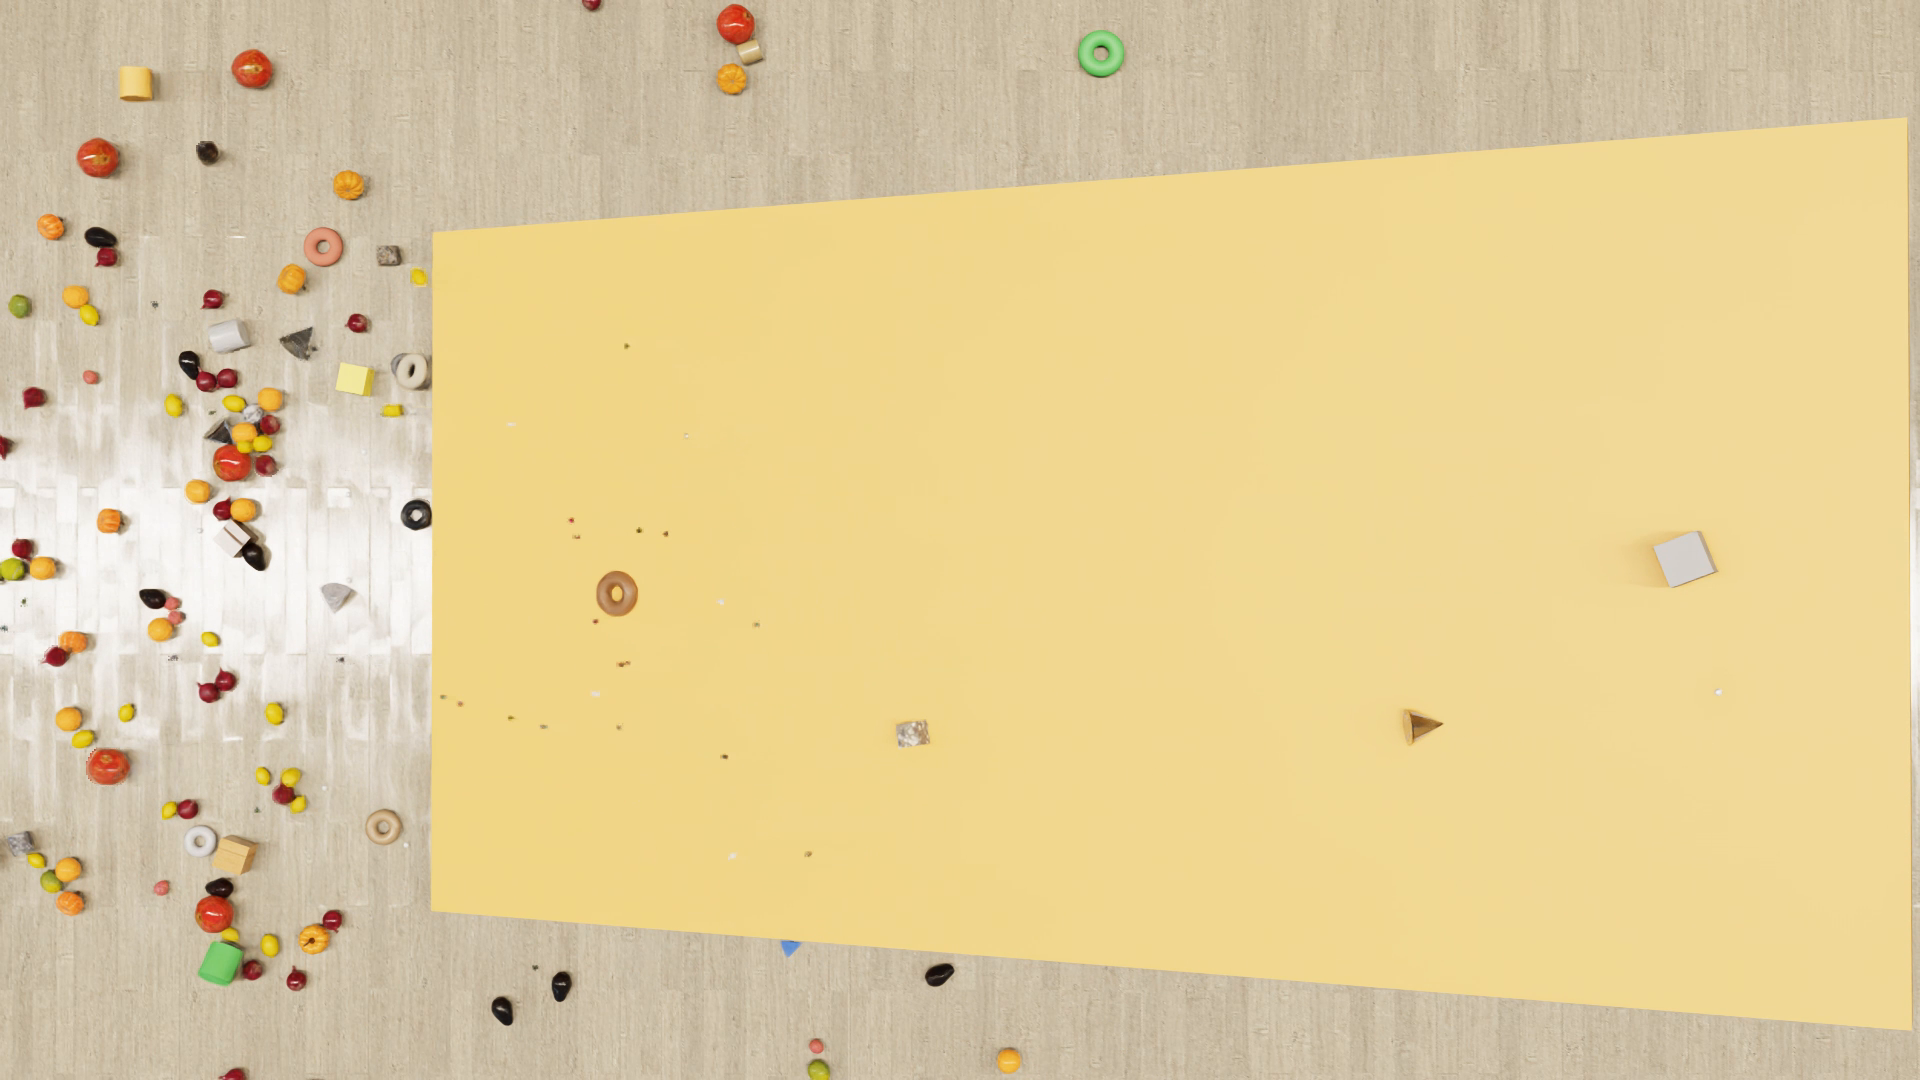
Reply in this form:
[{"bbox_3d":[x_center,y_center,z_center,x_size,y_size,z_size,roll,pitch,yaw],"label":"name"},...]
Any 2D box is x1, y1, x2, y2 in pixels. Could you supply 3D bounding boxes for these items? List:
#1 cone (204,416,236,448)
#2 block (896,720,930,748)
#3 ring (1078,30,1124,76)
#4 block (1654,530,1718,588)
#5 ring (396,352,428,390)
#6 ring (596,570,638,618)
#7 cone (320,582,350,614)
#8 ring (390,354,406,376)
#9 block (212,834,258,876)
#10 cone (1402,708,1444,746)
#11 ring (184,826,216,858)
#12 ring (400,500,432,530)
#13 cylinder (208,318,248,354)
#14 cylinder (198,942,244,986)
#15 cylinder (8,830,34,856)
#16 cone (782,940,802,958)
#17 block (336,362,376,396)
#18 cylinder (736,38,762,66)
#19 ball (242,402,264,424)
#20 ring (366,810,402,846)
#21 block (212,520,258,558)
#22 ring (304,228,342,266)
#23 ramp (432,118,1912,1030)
[{"bbox_3d":[-2.192,-0.305,6.559,0.089,0.089,0.089,-44,116,0],"label":"cone"},{"bbox_3d":[-0.124,0.511,5.788,0.063,0.063,0.063,-12,85,24],"label":"block"},{"bbox_3d":[0.422,-1.454,6.570,0.140,0.047,0.140,0,88,1],"label":"ring"},{"bbox_3d":[1.639,0.044,4.965,0.100,0.100,0.100,-24,80,23],"label":"block"},{"bbox_3d":[-1.625,-0.500,6.519,0.113,0.038,0.113,-7,78,32],"label":"ring"},{"bbox_3d":[-0.966,0.152,6.189,0.131,0.044,0.131,0,89,23],"label":"ring"},{"bbox_3d":[-1.863,0.187,6.554,0.087,0.087,0.087,11,116,0],"label":"cone"},{"bbox_3d":[-1.661,-0.519,6.569,0.078,0.026,0.078,0,90,-1],"label":"ring"},{"bbox_3d":[-2.149,0.934,6.521,0.087,0.087,0.087,19,89,0],"label":"block"},{"bbox_3d":[1.109,0.441,5.236,0.089,0.089,0.089,-5,89,-2],"label":"cone"},{"bbox_3d":[-2.263,0.898,6.549,0.097,0.032,0.097,0,89,-1],"label":"ring"},{"bbox_3d":[-1.622,-0.074,6.560,0.094,0.031,0.094,0,85,-3],"label":"ring"},{"bbox_3d":[-2.175,-0.607,6.539,0.087,0.087,0.087,-17,89,0],"label":"cylinder"},{"bbox_3d":[-2.183,1.252,6.495,0.098,0.098,0.098,16,62,0],"label":"cylinder"},{"bbox_3d":[-2.789,0.902,6.535,0.061,0.061,0.061,-18,89,0],"label":"cylinder"},{"bbox_3d":[-0.494,1.209,6.549,0.057,0.057,0.057,-14,89,-27],"label":"cone"},{"bbox_3d":[-1.798,-0.476,6.540,0.081,0.081,0.081,11,89,0],"label":"block"},{"bbox_3d":[-0.628,-1.456,6.561,0.063,0.063,0.063,-20,89,0],"label":"cylinder"},{"bbox_3d":[-2.104,-0.376,6.548,0.065,0.065,0.065,0,89,0],"label":"ball"},{"bbox_3d":[-1.717,0.856,6.548,0.107,0.036,0.107,0,90,-1],"label":"ring"},{"bbox_3d":[-2.152,-0.004,6.535,0.081,0.081,0.081,43,90,0],"label":"block"},{"bbox_3d":[-1.901,-0.876,6.567,0.118,0.039,0.118,0,89,1],"label":"ring"},{"bbox_3d":[0.282,0.082,5.696,4.000,0.100,2.000,0,89,25],"label":"ramp"}]
